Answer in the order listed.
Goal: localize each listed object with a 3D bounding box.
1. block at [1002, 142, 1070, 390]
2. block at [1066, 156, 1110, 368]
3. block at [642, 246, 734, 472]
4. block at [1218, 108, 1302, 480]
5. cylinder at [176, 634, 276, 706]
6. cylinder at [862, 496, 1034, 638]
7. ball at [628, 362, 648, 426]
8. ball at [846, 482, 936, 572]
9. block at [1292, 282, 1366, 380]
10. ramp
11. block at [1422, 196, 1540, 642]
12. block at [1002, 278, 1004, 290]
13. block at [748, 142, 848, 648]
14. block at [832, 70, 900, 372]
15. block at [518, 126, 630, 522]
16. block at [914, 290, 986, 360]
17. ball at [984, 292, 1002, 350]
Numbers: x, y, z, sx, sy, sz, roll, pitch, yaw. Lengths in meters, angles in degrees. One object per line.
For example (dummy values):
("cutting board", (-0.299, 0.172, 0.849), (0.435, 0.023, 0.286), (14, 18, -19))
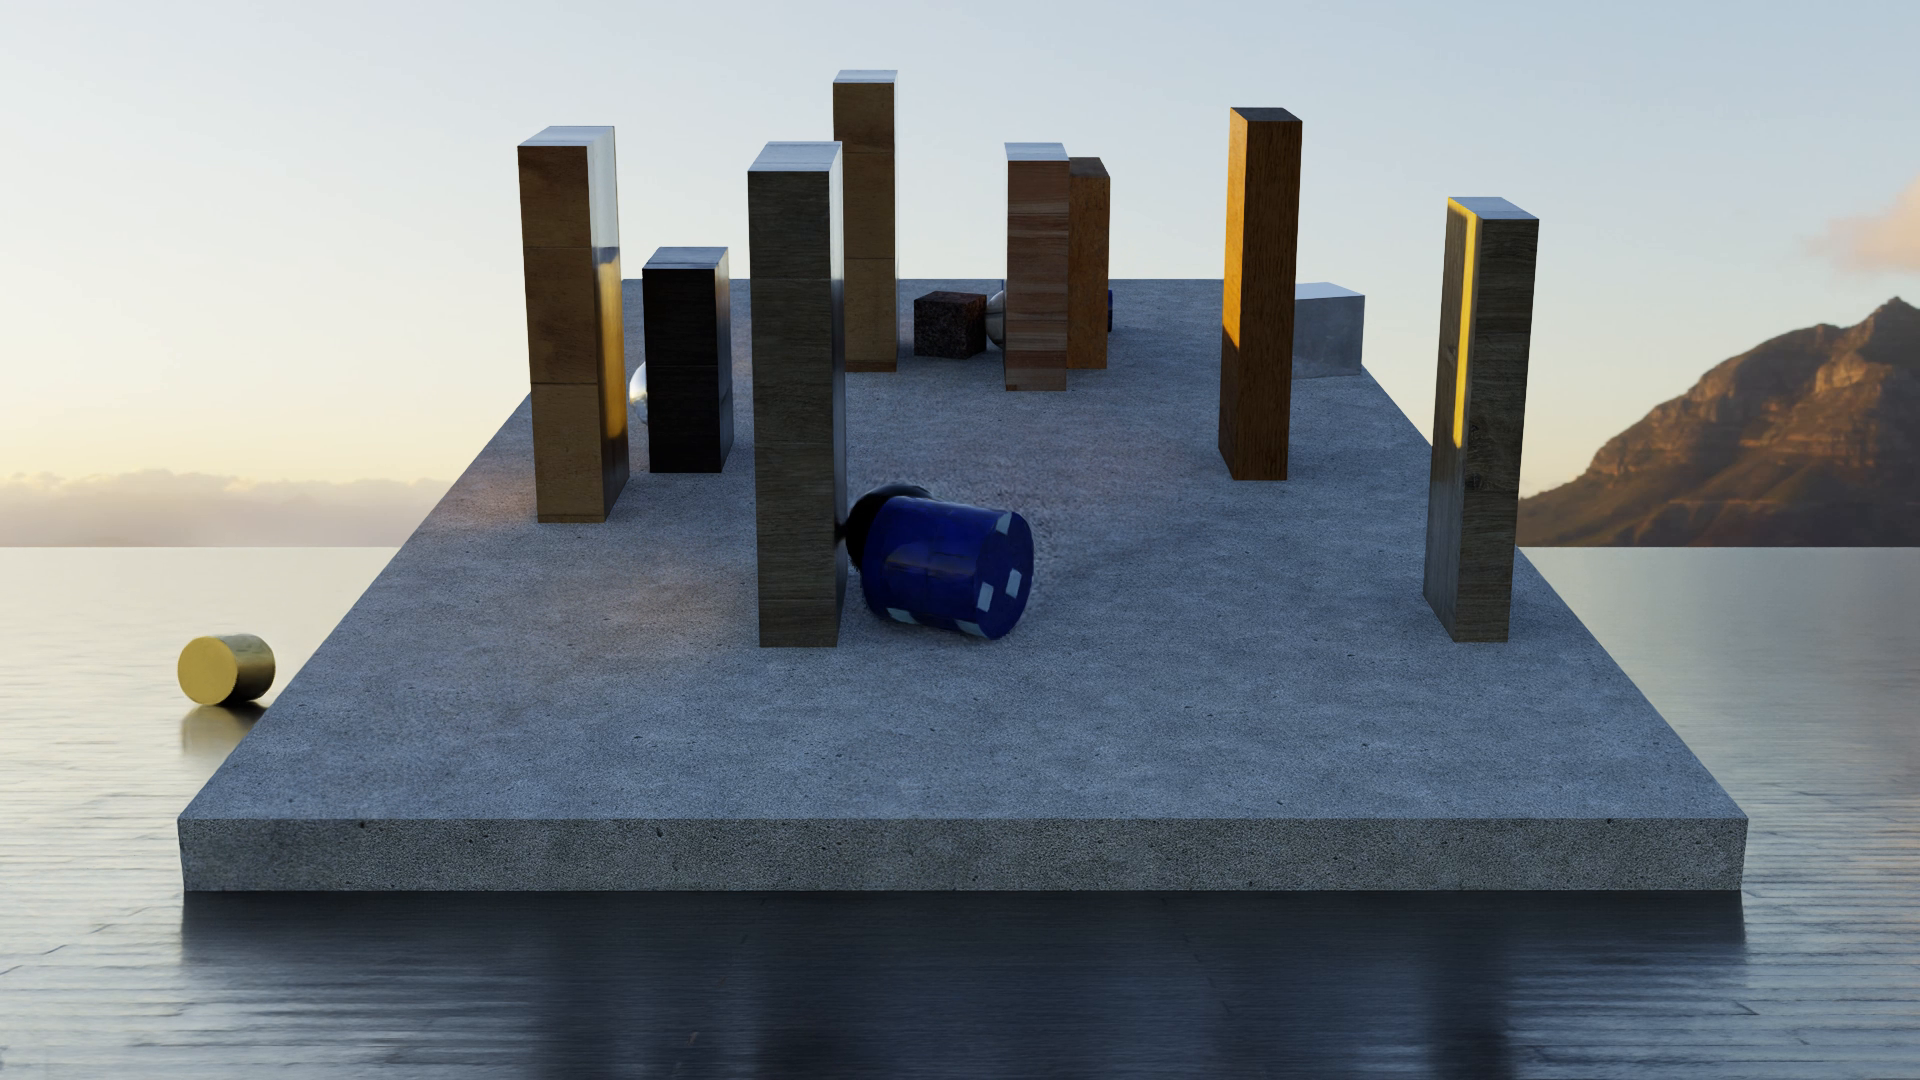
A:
("block", (0.178, -0.658, 5.284), (0.141, 0.536, 0.366), (0, 17, 0))
("block", (0.294, -0.701, 5.554), (0.129, 0.465, 0.418), (0, 17, 0))
("block", (-0.553, -0.373, 4.536), (0.143, 0.415, 0.274), (0, 17, 0))
("block", (0.598, -0.496, 4.441), (0.106, 0.707, 0.271), (0, 17, 0))
("cylinder", (-2.030, 0.357, 6.134), (0.189, 0.189, 0.189), (0, 0, 15))
("cylinder", (-0.018, 0.041, 3.517), (0.201, 0.201, 0.201), (9, 4, 28))
("ball", (-0.632, -0.316, 4.781), (0.165, 0.165, 0.165), (0, 0, 0))
("ball", (-0.104, -0.009, 3.728), (0.178, 0.178, 0.178), (0, 0, 0))
("block", (0.848, -0.511, 5.390), (0.195, 0.195, 0.195), (-5, 17, -17))
("ramp", (-0.002, -0.167, 4.749), (2.000, 0.100, 4.000), (0, 17, 0))
("block", (0.816, -0.192, 3.494), (0.084, 0.664, 0.242), (0, 17, 0))
("block", (0.176, -0.660, 6.036), (0.112, 0.112, 0.112), (2, 17, 8))
("block", (-0.252, -0.242, 3.529), (0.120, 0.737, 0.390), (0, 17, 0))
("block", (-0.227, -0.793, 5.465), (0.144, 0.691, 0.377), (0, 17, 0))
("block", (-0.722, -0.412, 4.177), (0.123, 0.694, 0.337), (0, 17, 0))
("block", (-0.024, -0.543, 5.592), (0.141, 0.141, 0.141), (7, 18, 21))
("ball", (0.142, -0.555, 5.591), (0.164, 0.164, 0.164), (0, 0, 0))
